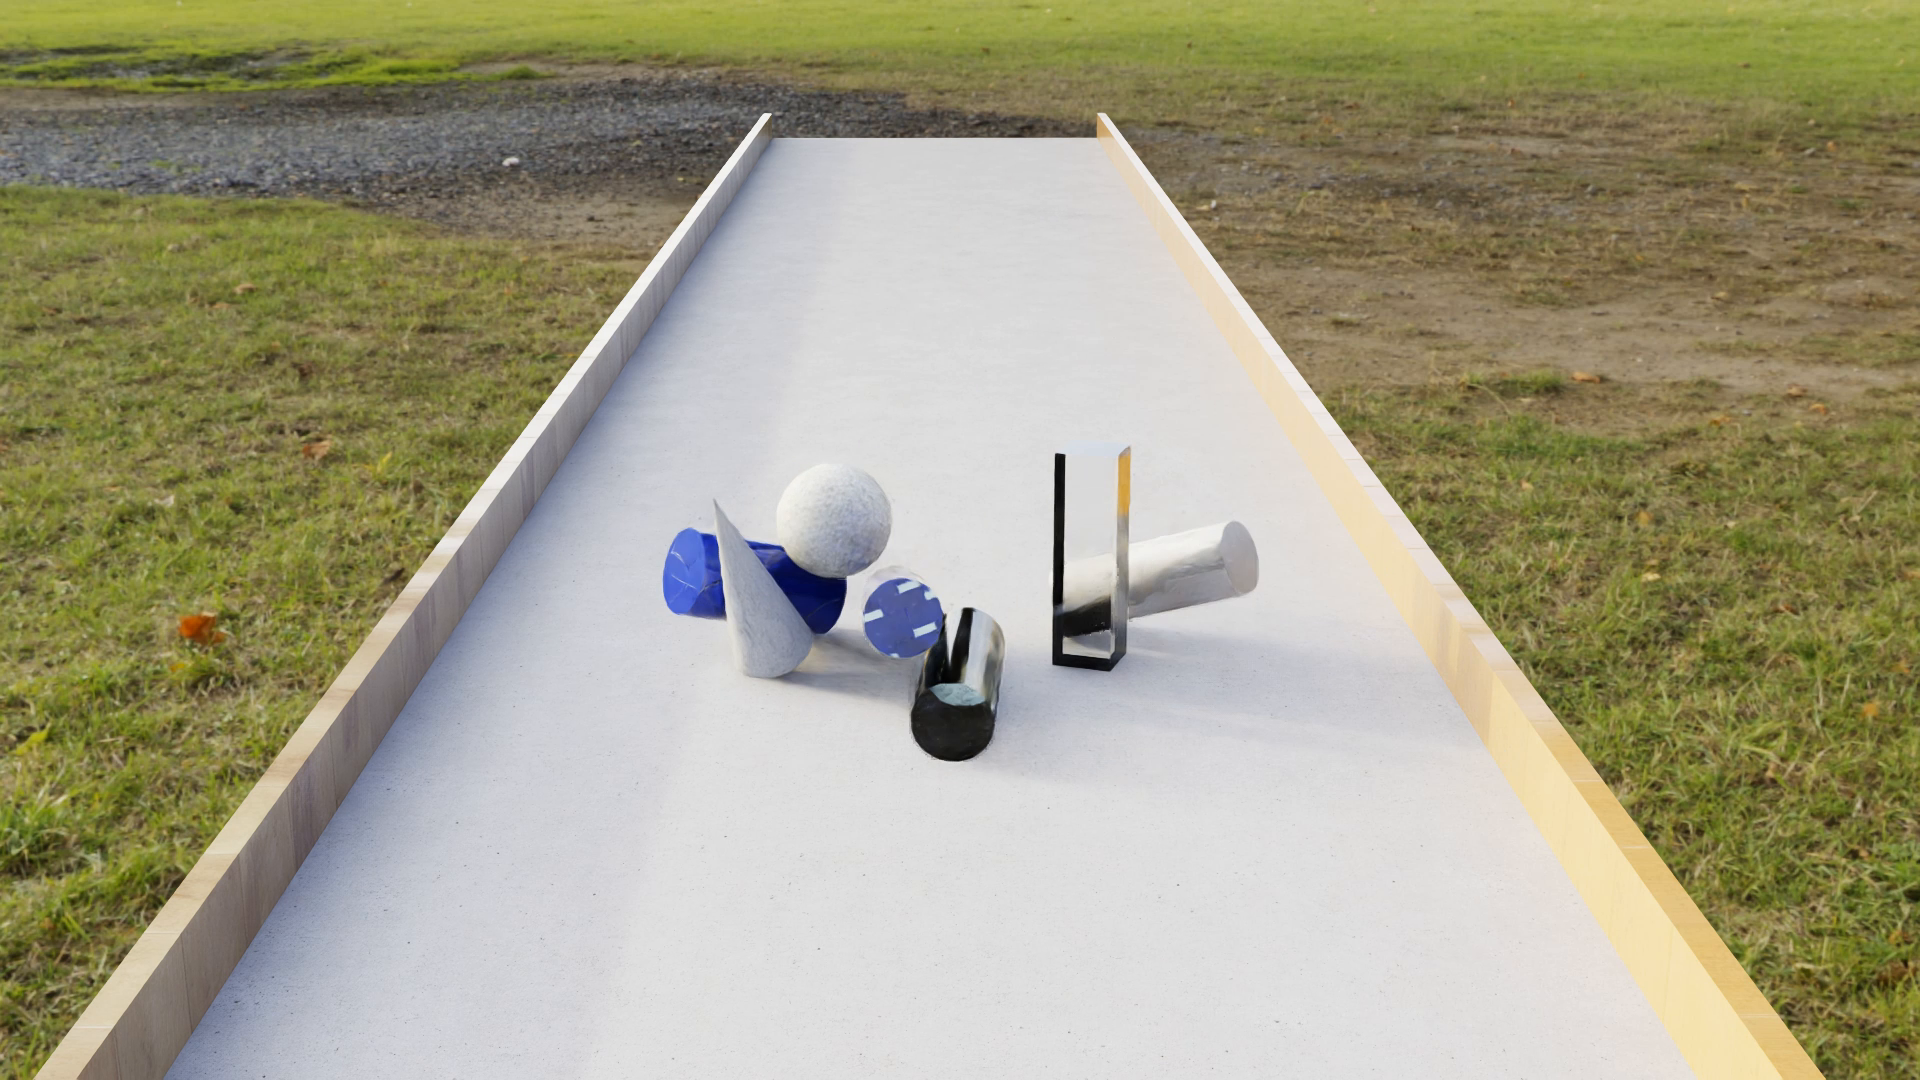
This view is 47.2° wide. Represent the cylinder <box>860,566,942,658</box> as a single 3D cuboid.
[{"bbox_3d":[-0.118,0.135,4.267,0.148,0.148,0.427,-1,2,-4],"label":"cylinder"}]

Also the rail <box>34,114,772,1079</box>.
[{"bbox_3d":[-1.118,-0.838,7.780,0.050,0.150,12.000,0,17,-1],"label":"rail"}]

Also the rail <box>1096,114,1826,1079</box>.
[{"bbox_3d":[0.932,-0.844,7.801,0.050,0.150,12.000,0,17,-1],"label":"rail"}]

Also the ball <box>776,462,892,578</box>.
[{"bbox_3d":[-0.251,-0.039,4.405,0.232,0.232,0.232,0,17,0],"label":"ball"}]

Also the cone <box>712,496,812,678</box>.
[{"bbox_3d":[-0.417,0.064,4.226,0.168,0.418,0.168,-9,43,8],"label":"cone"}]

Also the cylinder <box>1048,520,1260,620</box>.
[{"bbox_3d":[0.393,0.074,4.480,0.409,0.151,0.151,-13,7,34],"label":"cylinder"}]

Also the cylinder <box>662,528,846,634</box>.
[{"bbox_3d":[-0.416,0.086,4.473,0.330,0.175,0.175,10,8,-35],"label":"cylinder"}]

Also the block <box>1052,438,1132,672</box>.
[{"bbox_3d":[0.260,0.030,4.361,0.120,0.436,0.120,6,18,19],"label":"block"}]

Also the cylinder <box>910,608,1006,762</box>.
[{"bbox_3d":[0.000,0.262,4.083,0.150,0.150,0.421,1,17,4],"label":"cylinder"}]
